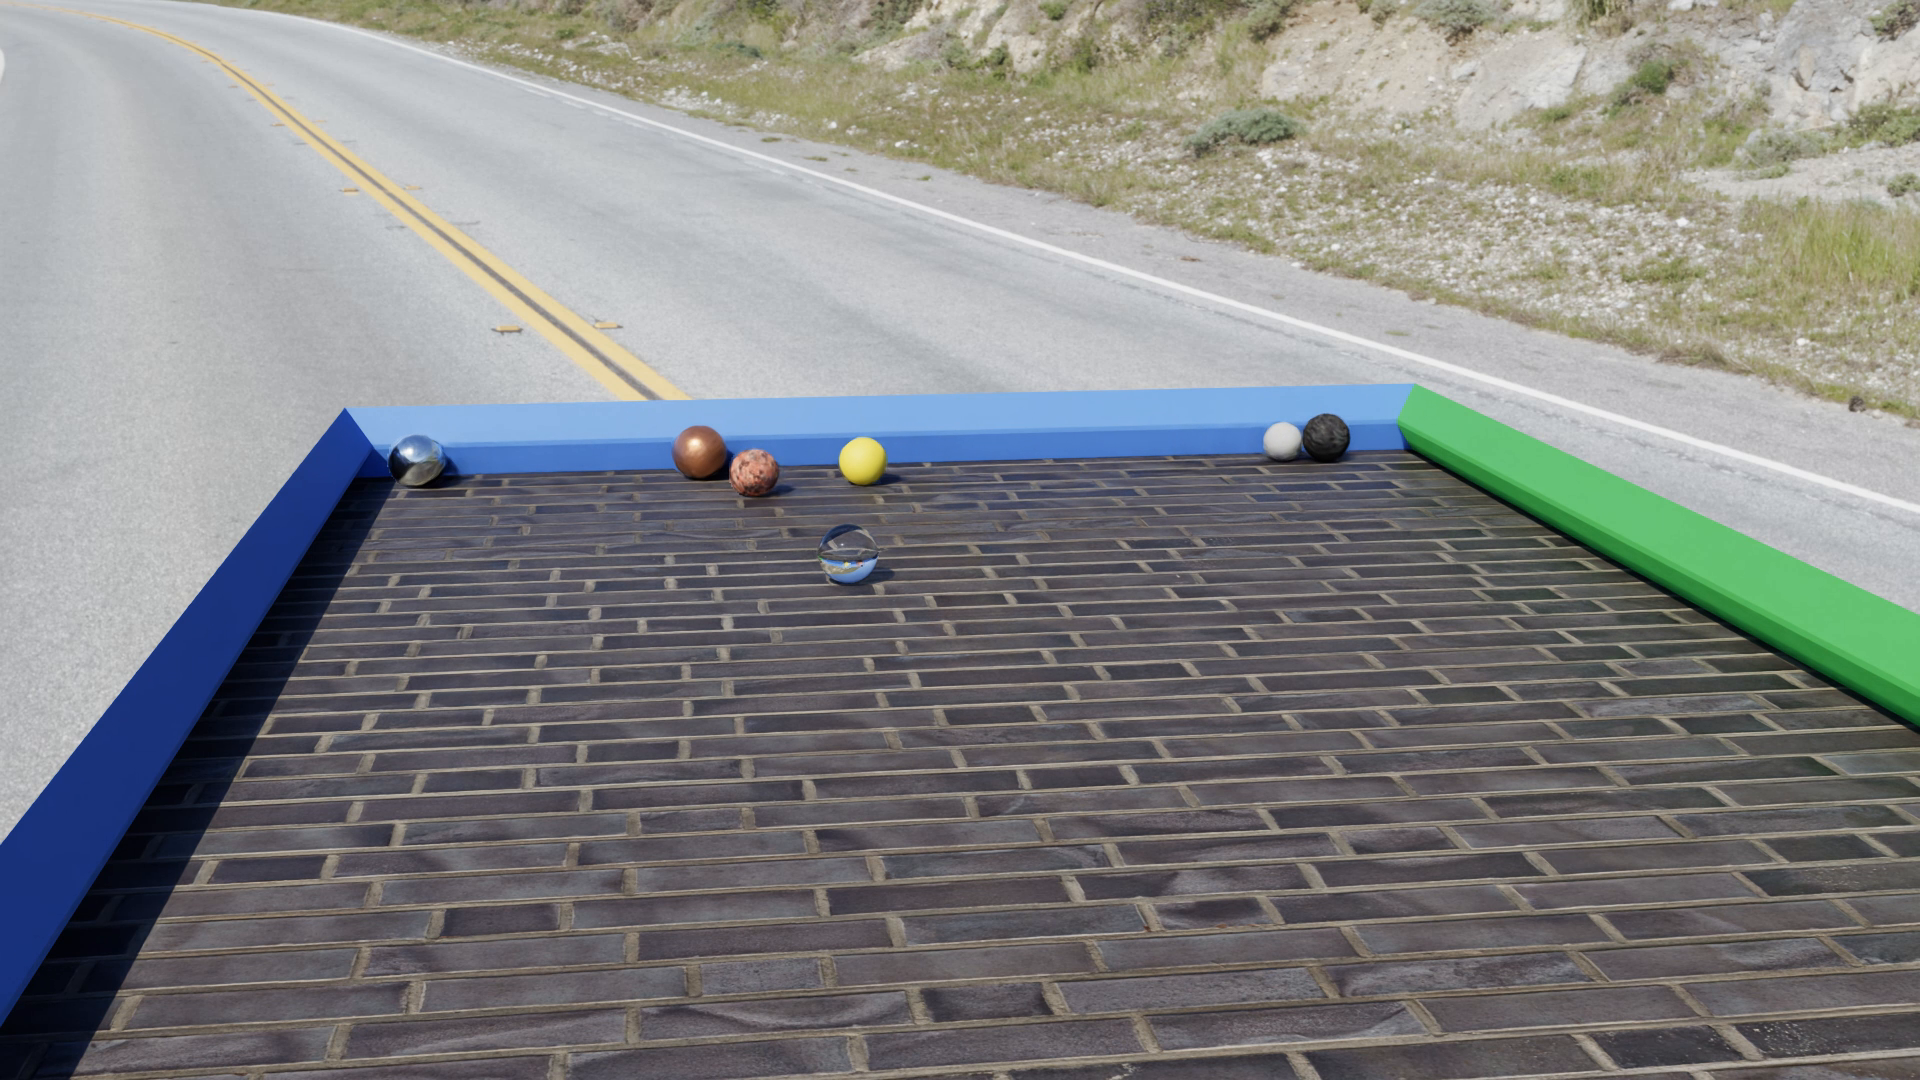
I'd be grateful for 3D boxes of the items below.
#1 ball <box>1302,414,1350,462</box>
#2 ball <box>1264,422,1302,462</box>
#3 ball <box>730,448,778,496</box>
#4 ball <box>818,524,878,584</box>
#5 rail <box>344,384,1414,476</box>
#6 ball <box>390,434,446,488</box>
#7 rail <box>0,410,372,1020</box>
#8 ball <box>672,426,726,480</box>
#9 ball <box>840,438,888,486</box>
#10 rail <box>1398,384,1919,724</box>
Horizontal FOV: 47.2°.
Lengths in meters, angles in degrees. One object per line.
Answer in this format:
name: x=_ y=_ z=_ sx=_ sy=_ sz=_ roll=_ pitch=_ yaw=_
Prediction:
ball: x=0.595 y=-0.166 z=3.570 sx=0.077 sy=0.077 sz=0.077 roll=0 pitch=13 yaw=0
ball: x=0.524 y=-0.160 z=3.571 sx=0.064 sy=0.064 sz=0.064 roll=0 pitch=13 yaw=0
ball: x=-0.308 y=-0.102 z=3.302 sx=0.073 sy=0.073 sz=0.073 roll=0 pitch=13 yaw=0
ball: x=-0.142 y=0.017 z=2.784 sx=0.076 sy=0.076 sz=0.076 roll=0 pitch=13 yaw=0
rail: x=-0.097 y=-0.174 z=3.528 sx=1.734 sy=0.109 sz=0.045 roll=-2 pitch=13 yaw=-8
ball: x=-0.830 y=-0.122 z=3.365 sx=0.083 sy=0.083 sz=0.083 roll=0 pitch=13 yaw=0
rail: x=-0.735 y=0.172 z=2.039 sx=0.045 sy=0.109 sz=2.898 roll=-2 pitch=13 yaw=-8
ball: x=-0.407 y=-0.137 z=3.427 sx=0.084 sy=0.084 sz=0.084 roll=0 pitch=13 yaw=0
ball: x=-0.149 y=-0.121 z=3.384 sx=0.074 sy=0.074 sz=0.074 roll=0 pitch=13 yaw=0
rail: x=0.936 y=0.119 z=2.268 sx=0.045 sy=0.109 sz=2.898 roll=-2 pitch=13 yaw=-8
